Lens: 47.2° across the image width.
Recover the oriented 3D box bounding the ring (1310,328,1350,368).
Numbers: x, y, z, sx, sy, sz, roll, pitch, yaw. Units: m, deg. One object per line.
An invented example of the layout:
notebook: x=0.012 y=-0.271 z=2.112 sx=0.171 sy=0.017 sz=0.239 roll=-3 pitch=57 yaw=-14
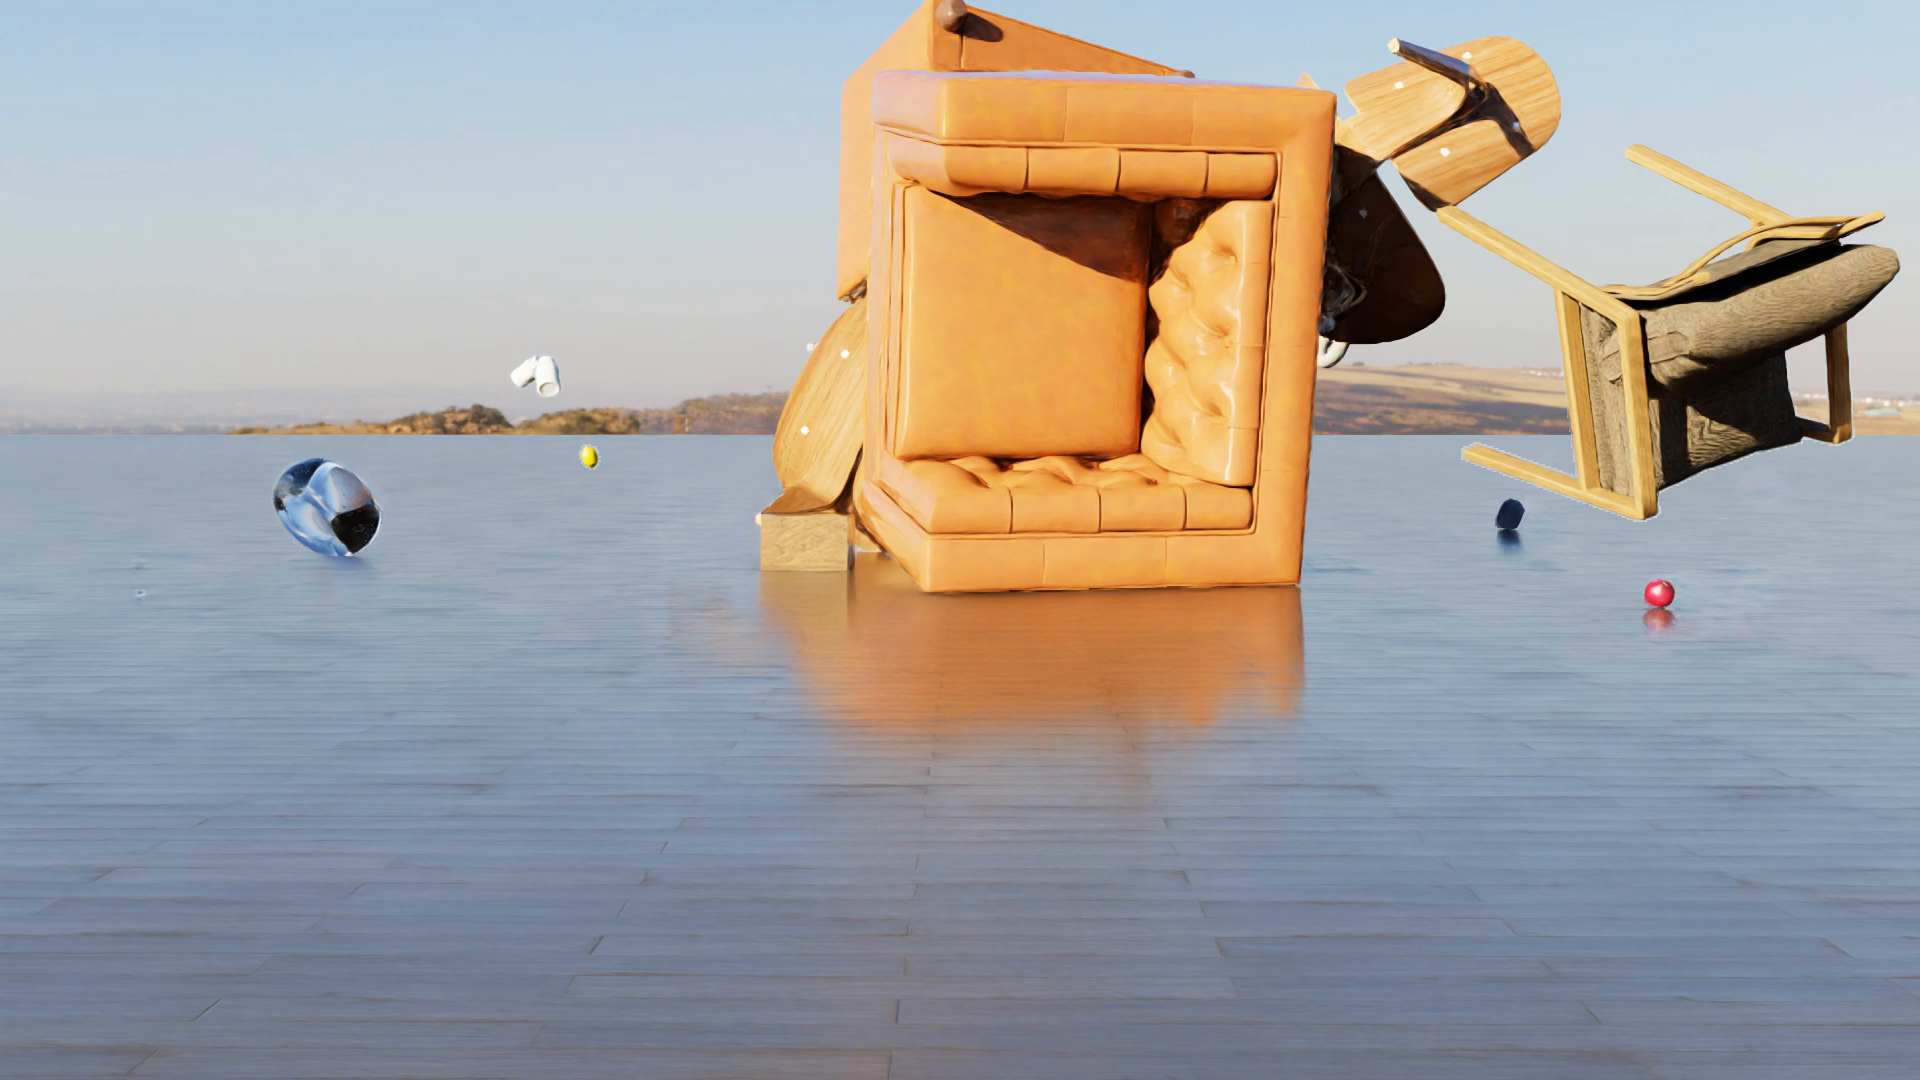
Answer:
ring: x=1.265 y=-0.657 z=7.528 sx=0.059 sy=0.126 sz=0.170 roll=13 pitch=-43 yaw=-33

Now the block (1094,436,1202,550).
block: x=0.510 y=-0.124 z=5.951 sx=0.199 sy=0.276 sz=0.176 roll=10 pitch=-2 yaw=-19

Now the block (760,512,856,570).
block: x=-0.380 y=0.003 z=5.508 sx=0.218 sy=0.135 sz=0.143 roll=0 pitch=4 yaw=5

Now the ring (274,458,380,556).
ring: x=-1.700 y=-0.086 z=5.907 sx=0.314 sy=0.280 sz=0.145 roll=17 pitch=45 yaw=26
